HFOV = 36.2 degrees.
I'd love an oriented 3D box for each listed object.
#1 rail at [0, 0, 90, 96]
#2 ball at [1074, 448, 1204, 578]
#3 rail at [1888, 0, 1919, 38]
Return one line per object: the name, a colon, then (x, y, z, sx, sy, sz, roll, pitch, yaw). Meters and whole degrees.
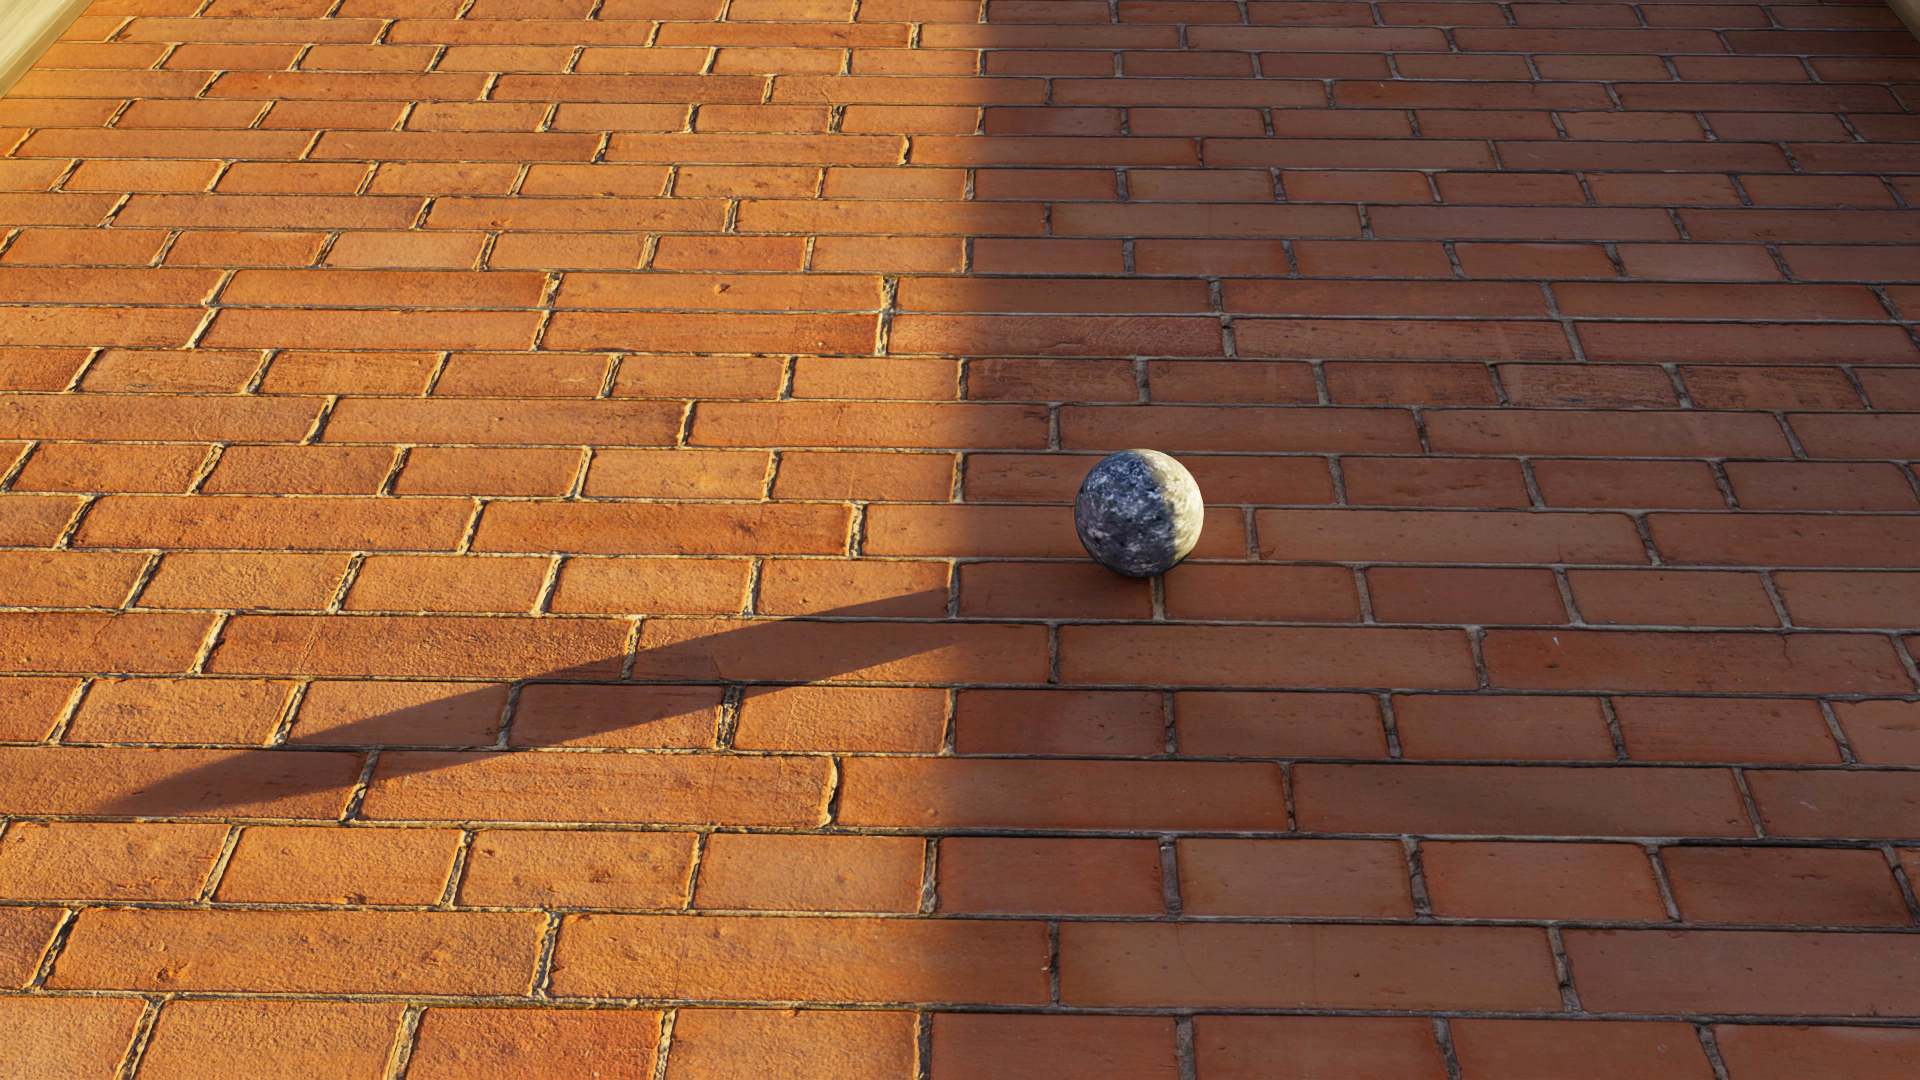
rail: (-0.827, -0.410, 2.506, 0.045, 0.121, 3.230, 1, 28, 1)
ball: (0.110, -0.016, 1.805, 0.080, 0.080, 0.080, 0, 28, 0)
rail: (0.866, -0.392, 2.471, 0.045, 0.121, 3.230, 1, 28, 1)
